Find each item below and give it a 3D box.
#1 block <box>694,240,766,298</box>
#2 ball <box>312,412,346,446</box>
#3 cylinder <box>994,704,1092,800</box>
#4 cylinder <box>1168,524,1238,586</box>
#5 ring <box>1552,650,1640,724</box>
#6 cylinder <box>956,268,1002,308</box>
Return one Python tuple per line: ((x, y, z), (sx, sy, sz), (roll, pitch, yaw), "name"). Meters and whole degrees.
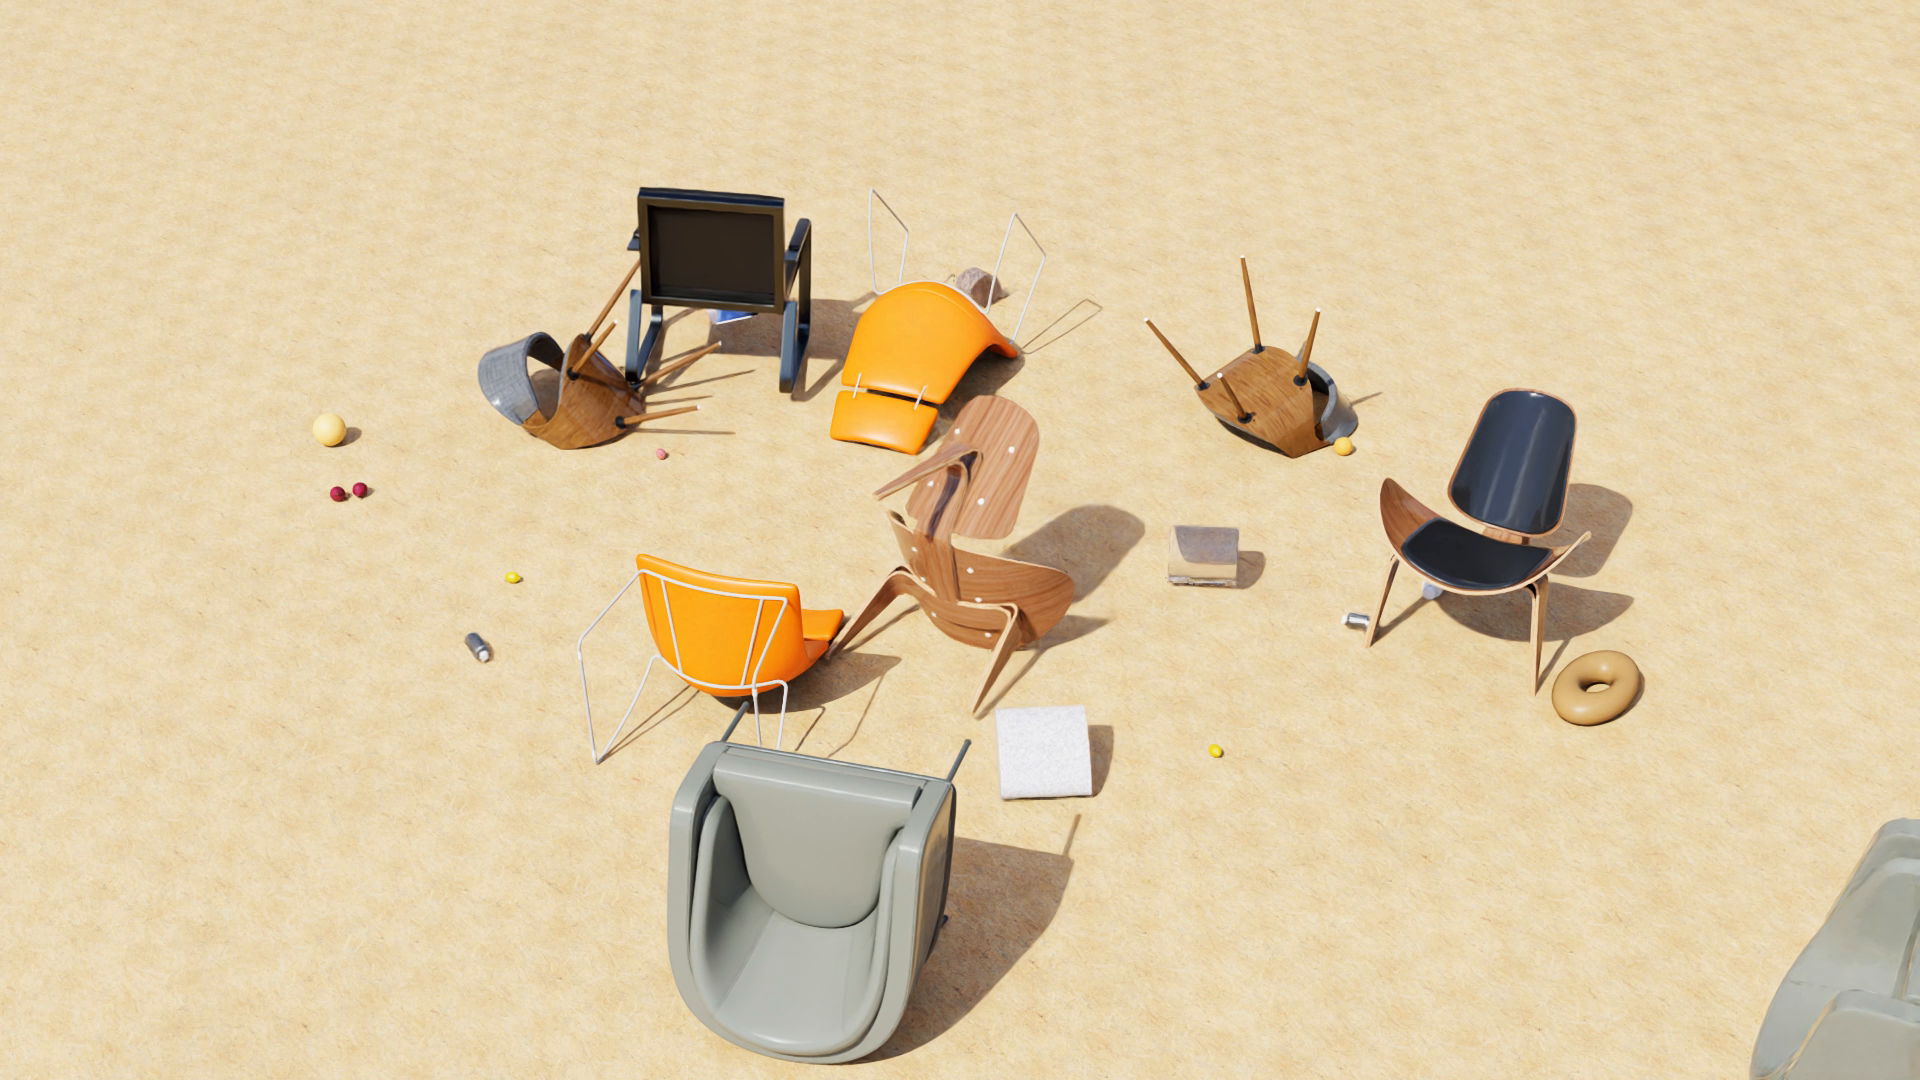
((-0.980, -1.141, 12.533), (0.265, 0.158, 0.166), (27, 42, 35), "block")
((-2.470, -0.433, 11.485), (0.129, 0.129, 0.129), (0, 33, 0), "ball")
((0.273, 0.701, 9.706), (0.296, 0.146, 0.329), (-2, 59, -3), "cylinder")
((0.884, 0.053, 10.651), (0.247, 0.258, 0.206), (3, 78, 5), "cylinder")
((2.188, 0.506, 10.084), (0.266, 0.104, 0.413), (22, 40, 31), "ring")
((0.077, -1.069, 12.426), (0.094, 0.148, 0.186), (31, 18, 38), "cylinder")
